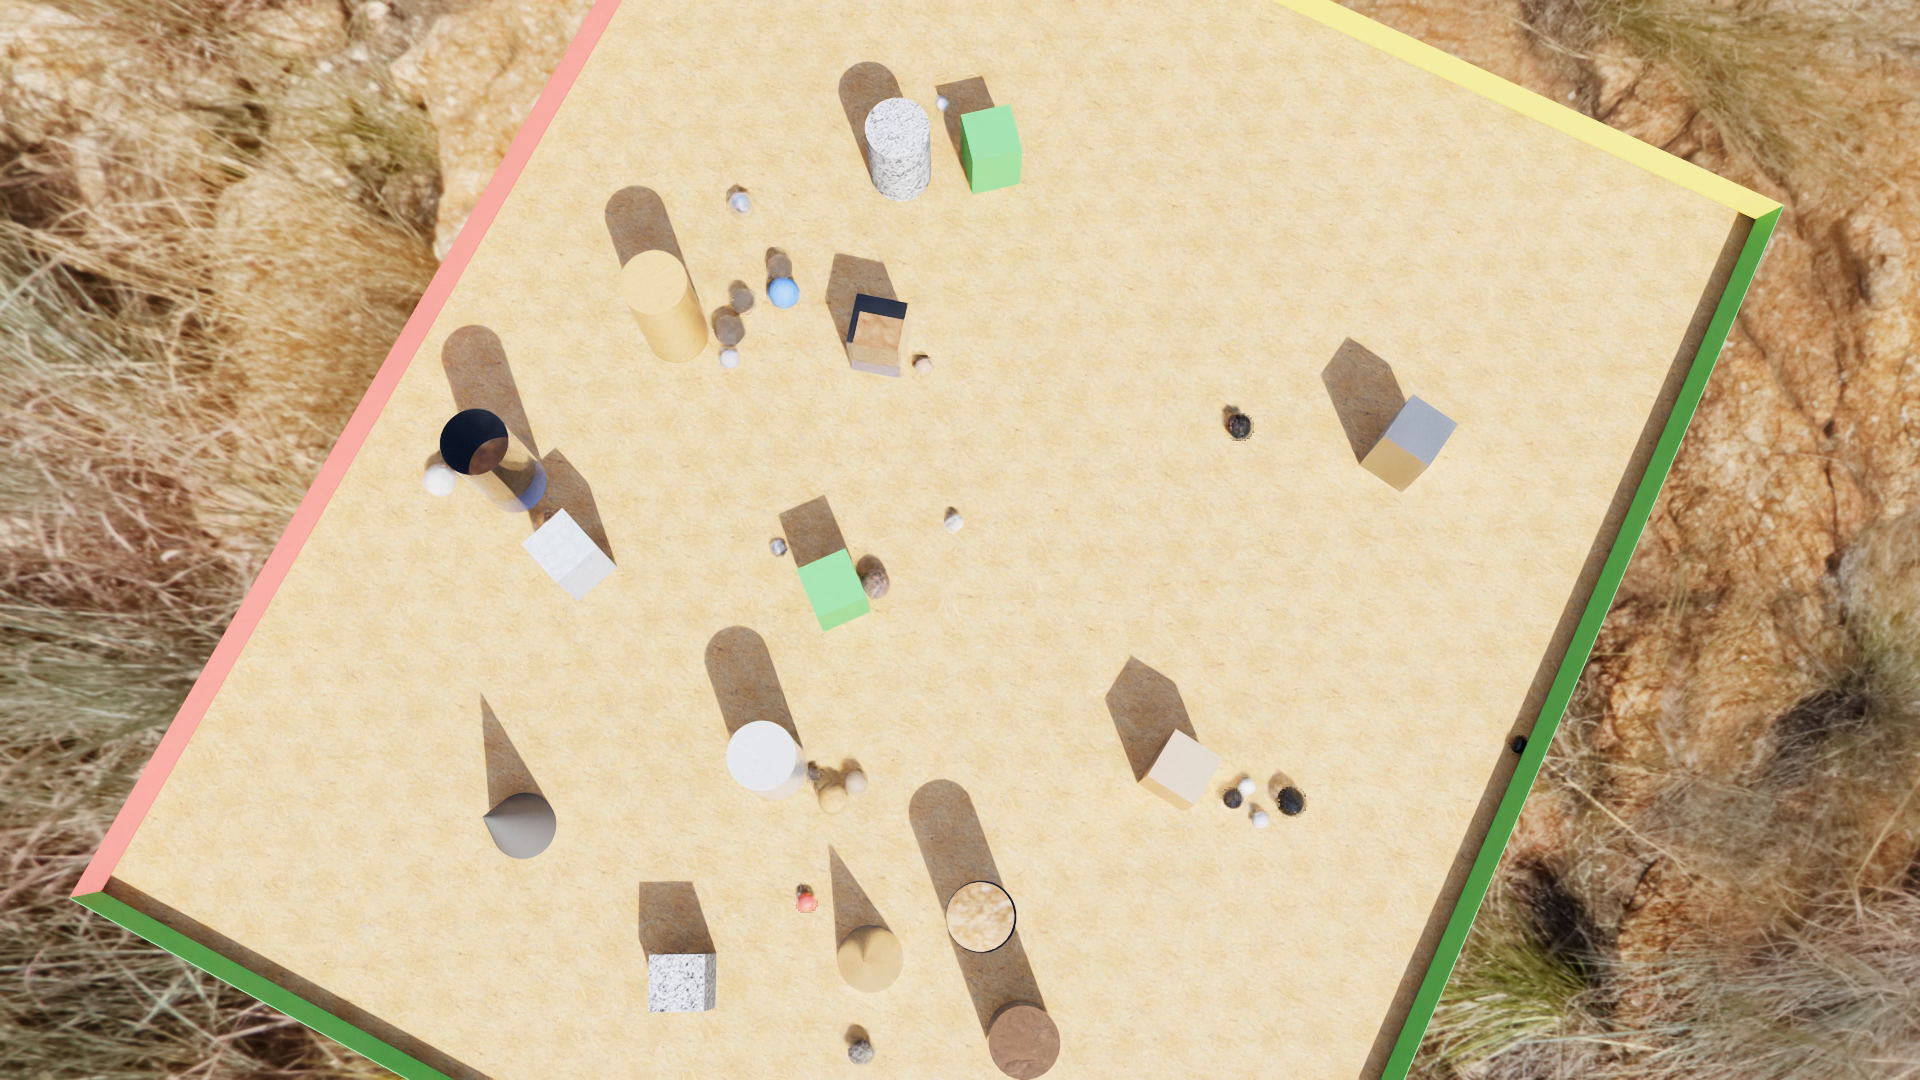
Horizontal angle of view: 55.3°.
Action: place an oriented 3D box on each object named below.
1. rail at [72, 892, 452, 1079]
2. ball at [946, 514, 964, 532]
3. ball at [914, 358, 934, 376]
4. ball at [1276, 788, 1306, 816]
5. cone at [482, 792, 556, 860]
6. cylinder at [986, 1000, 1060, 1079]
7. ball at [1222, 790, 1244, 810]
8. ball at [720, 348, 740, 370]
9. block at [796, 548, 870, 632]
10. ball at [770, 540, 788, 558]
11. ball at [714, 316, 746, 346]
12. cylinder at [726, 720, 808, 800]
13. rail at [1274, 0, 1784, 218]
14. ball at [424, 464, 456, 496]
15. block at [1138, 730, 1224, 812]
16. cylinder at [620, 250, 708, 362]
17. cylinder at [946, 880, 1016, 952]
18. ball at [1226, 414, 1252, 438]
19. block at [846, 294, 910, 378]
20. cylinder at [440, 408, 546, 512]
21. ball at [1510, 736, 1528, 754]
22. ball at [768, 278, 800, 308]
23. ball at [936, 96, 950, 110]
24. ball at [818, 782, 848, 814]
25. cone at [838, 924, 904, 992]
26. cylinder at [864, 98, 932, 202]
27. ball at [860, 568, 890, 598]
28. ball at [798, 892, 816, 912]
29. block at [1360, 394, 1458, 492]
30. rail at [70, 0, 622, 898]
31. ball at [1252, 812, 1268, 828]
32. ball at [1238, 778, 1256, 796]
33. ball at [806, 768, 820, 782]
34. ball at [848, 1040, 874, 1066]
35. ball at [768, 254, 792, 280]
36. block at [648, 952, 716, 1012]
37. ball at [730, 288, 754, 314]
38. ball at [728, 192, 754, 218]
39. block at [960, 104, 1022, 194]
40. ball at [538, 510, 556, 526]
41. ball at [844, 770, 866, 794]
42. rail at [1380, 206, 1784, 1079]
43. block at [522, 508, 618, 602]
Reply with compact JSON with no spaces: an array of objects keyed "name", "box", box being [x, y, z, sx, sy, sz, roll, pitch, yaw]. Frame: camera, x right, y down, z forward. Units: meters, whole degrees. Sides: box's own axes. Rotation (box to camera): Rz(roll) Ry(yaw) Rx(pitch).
[{"name":"rail","box":[-0.926,1.820,5.174,3.642,0.127,0.045,26,80,5]},{"name":"ball","box":[-0.016,-0.052,5.600,0.054,0.054,0.054,0,78,0]},{"name":"ball","box":[-0.112,-0.539,5.698,0.058,0.058,0.058,0,78,0]},{"name":"ball","box":[0.976,0.773,5.413,0.085,0.085,0.085,0,78,0]},{"name":"cone","box":[-1.296,0.800,5.204,0.195,0.483,0.195,0,78,0]},{"name":"cylinder","box":[0.175,1.399,5.143,0.195,0.359,0.195,0,78,0]},{"name":"ball","box":[0.808,0.768,5.427,0.060,0.060,0.060,0,78,0]},{"name":"ball","box":[-0.716,-0.564,5.701,0.064,0.064,0.064,0,78,0]},{"name":"block","box":[-0.374,0.152,5.450,0.156,0.265,0.156,-23,79,-5]},{"name":"ball","box":[-0.553,0.028,5.584,0.052,0.052,0.052,0,78,0]},{"name":"ball","box":[-0.716,-0.650,5.702,0.096,0.096,0.096,0,78,0]},{"name":"cylinder","box":[-0.552,0.640,5.283,0.195,0.393,0.195,0,78,0]},{"name":"rail","box":[0.926,-1.806,5.925,3.642,0.127,0.045,26,80,5]},{"name":"ball","box":[-1.589,-0.182,5.604,0.098,0.098,0.098,0,78,0]},{"name":"block","box":[0.637,0.672,5.324,0.156,0.302,0.156,32,80,6]},{"name":"cylinder","box":[-0.885,-0.697,5.521,0.195,0.470,0.195,0,78,0]},{"name":"cylinder","box":[0.058,1.071,5.210,0.195,0.362,0.195,0,78,0]},{"name":"ball","box":[0.861,-0.350,5.651,0.075,0.075,0.075,0,78,0]},{"name":"block","box":[-0.248,-0.622,5.605,0.156,0.274,0.156,11,79,2]},{"name":"cylinder","box":[-1.372,-0.228,5.415,0.195,0.488,0.195,0,78,0]},{"name":"ball","box":[1.667,0.612,5.465,0.050,0.050,0.050,0,78,0]},{"name":"ball","box":[-0.550,-0.771,5.727,0.097,0.097,0.097,0,78,0]},{"name":"ball","box":[-0.056,-1.402,5.885,0.043,0.043,0.043,0,78,0]},{"name":"ball","box":[-0.376,0.763,5.412,0.092,0.092,0.092,0,78,0]},{"name":"cone","box":[-0.262,1.185,5.164,0.195,0.406,0.195,0,78,0]},{"name":"cylinder","box":[-0.189,-1.209,5.693,0.195,0.340,0.195,0,78,0]},{"name":"ball","box":[-0.256,0.131,5.543,0.090,0.090,0.090,0,78,0]},{"name":"ball","box":[-0.450,1.061,5.370,0.053,0.053,0.053,0,78,0]},{"name":"block","box":[1.342,-0.285,5.500,0.156,0.344,0.156,35,80,7]},{"name":"rail","box":[-1.607,-0.780,5.712,0.045,0.127,4.187,26,80,5]},{"name":"ball","box":[0.887,0.827,5.420,0.051,0.051,0.051,0,78,0]},{"name":"ball","box":[0.851,0.734,5.439,0.050,0.050,0.050,0,78,0]},{"name":"ball","box":[-0.437,0.699,5.451,0.040,0.040,0.040,0,78,0]},{"name":"ball","box":[-0.286,1.474,5.275,0.072,0.072,0.072,0,78,0]},{"name":"ball","box":[-0.566,-0.856,5.753,0.079,0.079,0.079,0,78,0]},{"name":"block","box":[-0.790,1.261,5.230,0.156,0.246,0.156,-1,78,0]},{"name":"ball","box":[-0.682,-0.748,5.732,0.076,0.076,0.076,0,78,0]},{"name":"ball","box":[-0.692,-1.058,5.794,0.082,0.082,0.082,0,78,0]},{"name":"block","box":[0.097,-1.220,5.735,0.156,0.262,0.156,-13,79,-3]},{"name":"ball","box":[-1.257,-0.064,5.600,0.058,0.058,0.058,0,78,0]},{"name":"ball","box":[-0.310,0.717,5.433,0.068,0.068,0.068,0,78,0]},{"name":"rail","box":[1.607,0.794,5.386,0.045,0.127,4.187,26,80,5]},{"name":"block","box":[-1.157,0.047,5.446,0.156,0.315,0.156,-42,81,-8]}]
